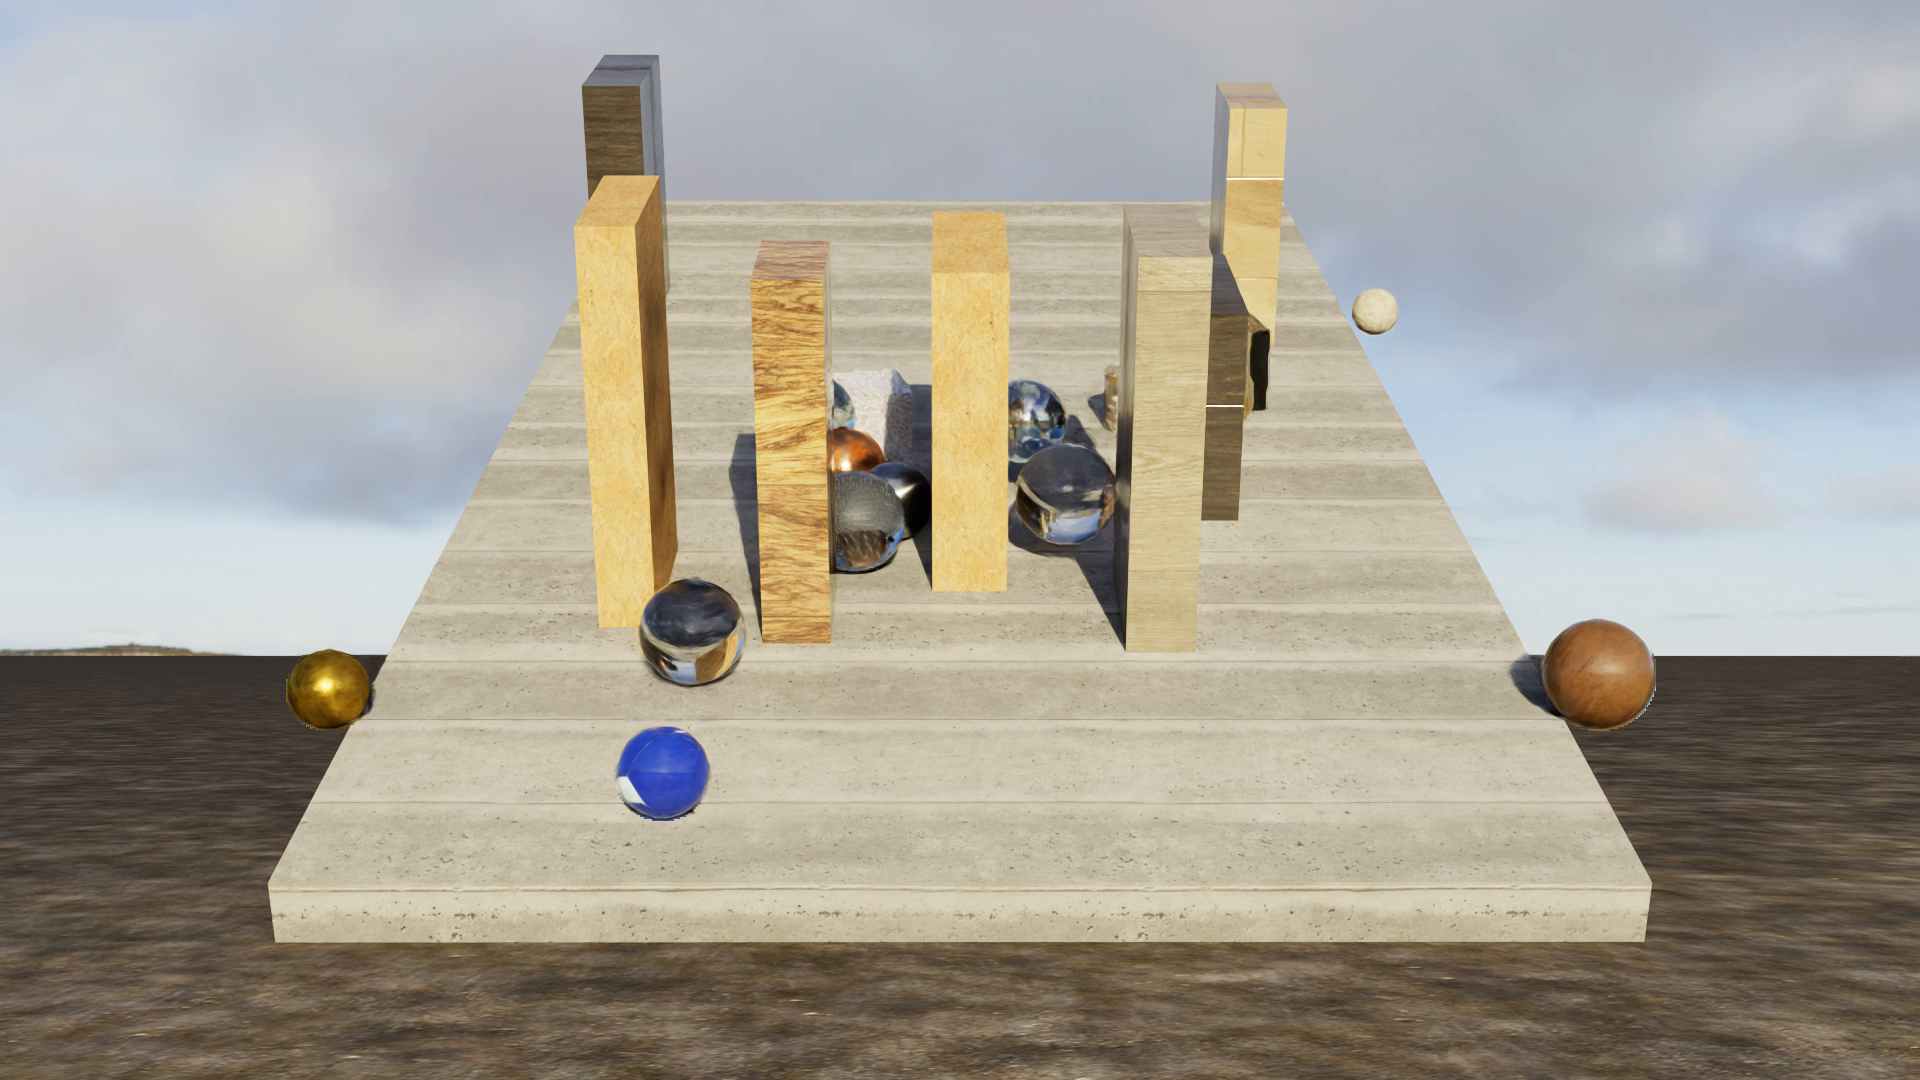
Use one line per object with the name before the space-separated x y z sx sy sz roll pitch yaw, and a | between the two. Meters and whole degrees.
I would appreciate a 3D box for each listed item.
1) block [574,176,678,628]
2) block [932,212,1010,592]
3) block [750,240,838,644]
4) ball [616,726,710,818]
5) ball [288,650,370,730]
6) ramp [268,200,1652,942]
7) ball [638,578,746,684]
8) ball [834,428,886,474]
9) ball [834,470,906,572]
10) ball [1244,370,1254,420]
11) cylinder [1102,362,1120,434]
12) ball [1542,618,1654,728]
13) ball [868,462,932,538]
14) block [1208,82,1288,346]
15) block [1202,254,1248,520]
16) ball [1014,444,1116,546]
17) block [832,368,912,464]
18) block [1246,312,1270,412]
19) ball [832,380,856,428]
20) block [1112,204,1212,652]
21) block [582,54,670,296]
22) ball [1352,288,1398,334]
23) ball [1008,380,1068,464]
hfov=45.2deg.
block | -0.597 -0.253 4.168 0.102 0.739 0.360 0 22 0
block | 0.017 -0.270 4.375 0.138 0.613 0.429 0 22 0
block | -0.289 -0.172 4.068 0.120 0.666 0.248 0 22 0
ball | -0.450 0.351 3.491 0.140 0.140 0.140 0 -3 0
ball | -1.036 0.245 3.781 0.131 0.131 0.131 0 -3 0
ramp | -0.007 -0.223 5.195 2.000 0.100 4.000 0 22 0
ball | -0.455 0.155 3.911 0.181 0.181 0.181 0 -3 0
ball | -0.234 -0.138 4.626 0.177 0.177 0.177 0 -3 0
ball | -0.200 -0.036 4.359 0.193 0.193 0.193 0 -3 0
ball | 0.557 -0.321 5.064 0.182 0.182 0.182 0 -3 0
cylinder | 0.383 -0.314 5.117 0.130 0.130 0.130 0 22 0
ball | 1.055 0.221 3.809 0.181 0.181 0.181 0 -3 0
ball | -0.129 -0.077 4.511 0.153 0.153 0.153 0 -3 0
block | 0.708 -0.812 5.721 0.136 0.587 0.308 0 22 0
block | 0.500 -0.320 4.735 0.115 0.433 0.427 0 22 0
ball | 0.201 -0.087 4.375 0.194 0.194 0.194 0 -3 0
block | -0.199 -0.260 4.941 0.162 0.162 0.162 -5 23 -12
block | 0.583 -0.411 5.272 0.189 0.189 0.189 -5 23 -11
ball | -0.300 -0.253 4.739 0.171 0.171 0.171 0 -3 0
block | 0.352 -0.200 4.074 0.122 0.715 0.349 0 22 0
block | -0.841 -0.882 5.842 0.140 0.619 0.399 0 22 0
ball | 1.055 -0.581 5.853 0.119 0.119 0.119 0 -3 0
ball | 0.133 -0.241 4.698 0.172 0.172 0.172 0 -3 0
